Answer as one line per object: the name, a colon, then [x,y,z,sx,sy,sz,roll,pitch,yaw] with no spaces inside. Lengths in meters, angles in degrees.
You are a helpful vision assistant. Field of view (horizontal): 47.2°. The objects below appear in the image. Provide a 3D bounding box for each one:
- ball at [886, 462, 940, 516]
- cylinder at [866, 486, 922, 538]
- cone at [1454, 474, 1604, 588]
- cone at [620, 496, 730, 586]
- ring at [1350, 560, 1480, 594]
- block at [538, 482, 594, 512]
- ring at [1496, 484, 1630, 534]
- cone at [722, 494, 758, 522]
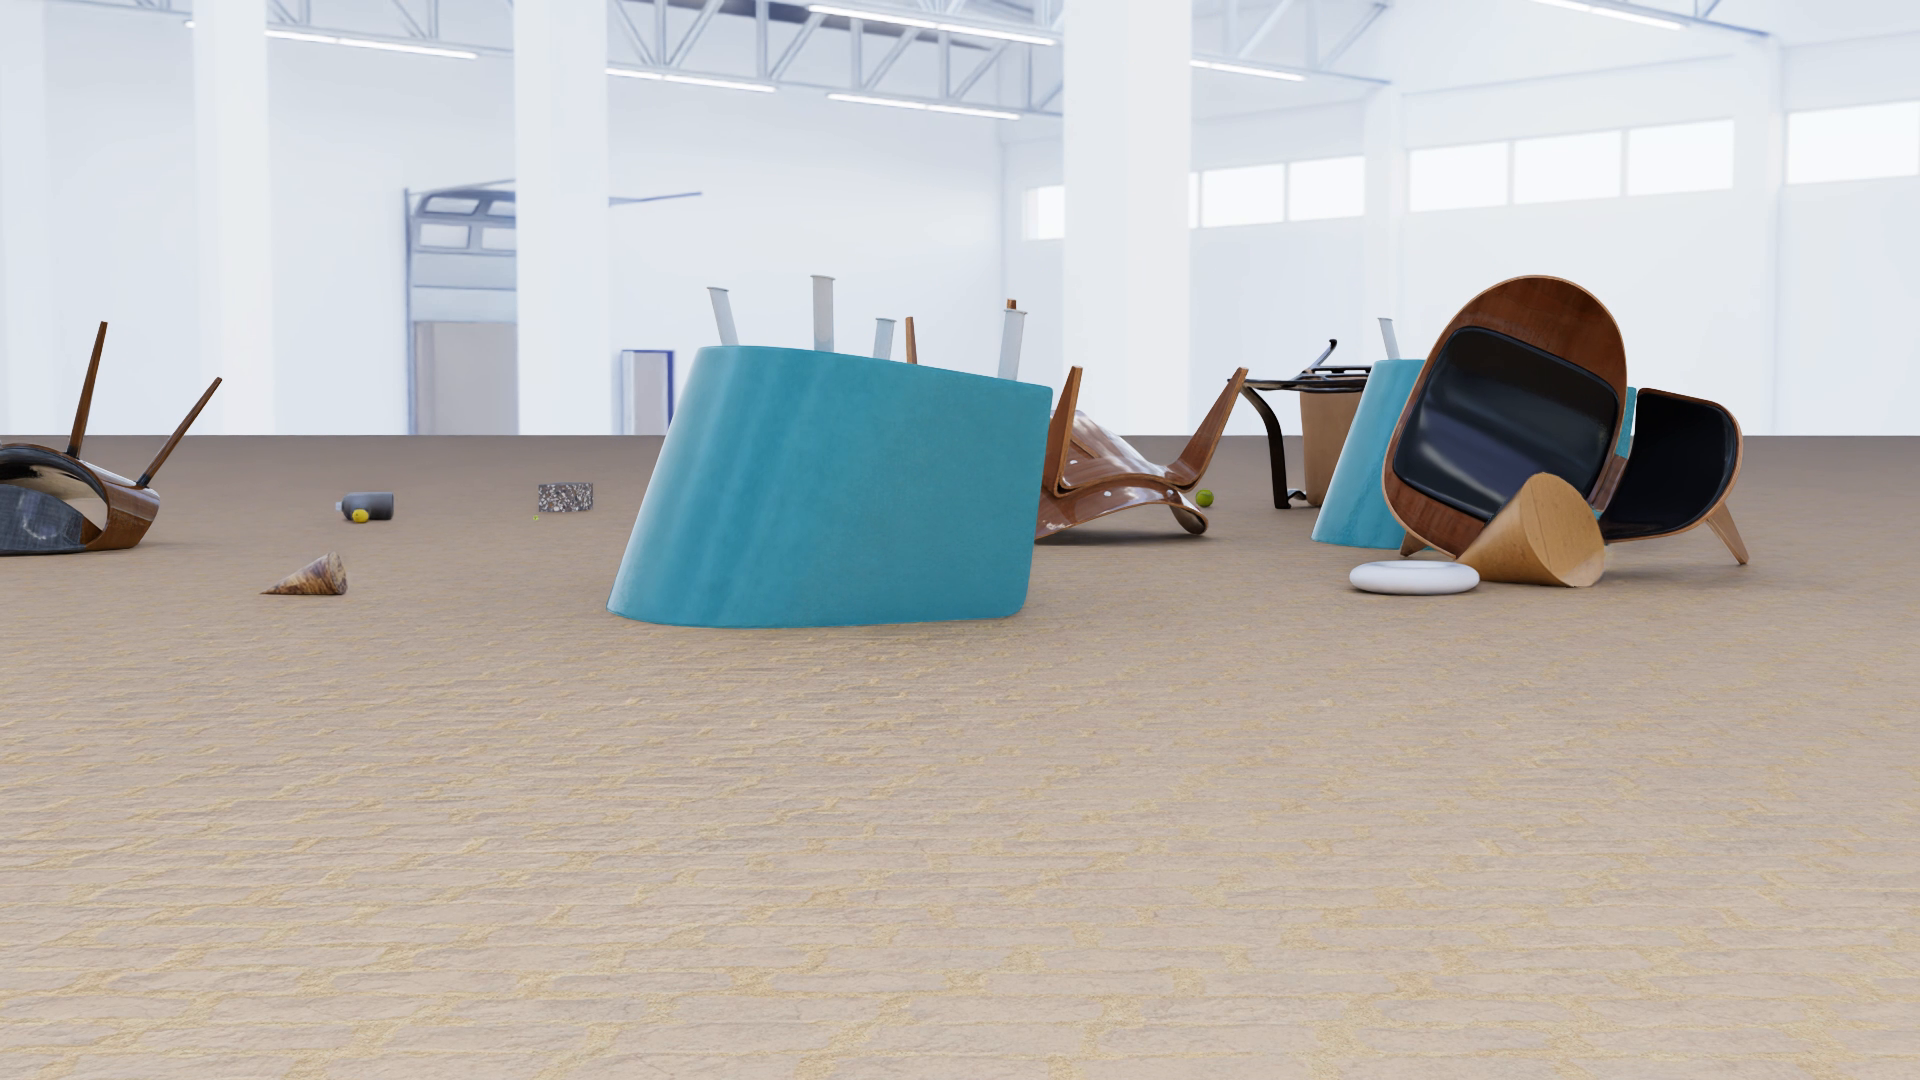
ball: [-0.165,-0.173,7.670,0.192,0.192,0.192,0,4,0]
cylinder: [-0.201,-0.087,6.711,0.155,0.150,0.175,13,2,-8]
cone: [1.260,0.033,5.125,0.320,0.276,0.348,8,-24,-41]
cone: [-0.630,0.050,5.071,0.231,0.211,0.242,26,41,-14]
ring: [1.017,0.083,4.918,0.272,0.059,0.347,3,5,36]
block: [-1.457,-0.159,8.138,0.127,0.099,0.209,1,4,12]
ring: [1.899,-0.096,6.928,0.413,0.142,0.399,-1,5,-33]
cone: [-0.757,-0.085,7.429,0.128,0.109,0.094,14,-32,-17]
